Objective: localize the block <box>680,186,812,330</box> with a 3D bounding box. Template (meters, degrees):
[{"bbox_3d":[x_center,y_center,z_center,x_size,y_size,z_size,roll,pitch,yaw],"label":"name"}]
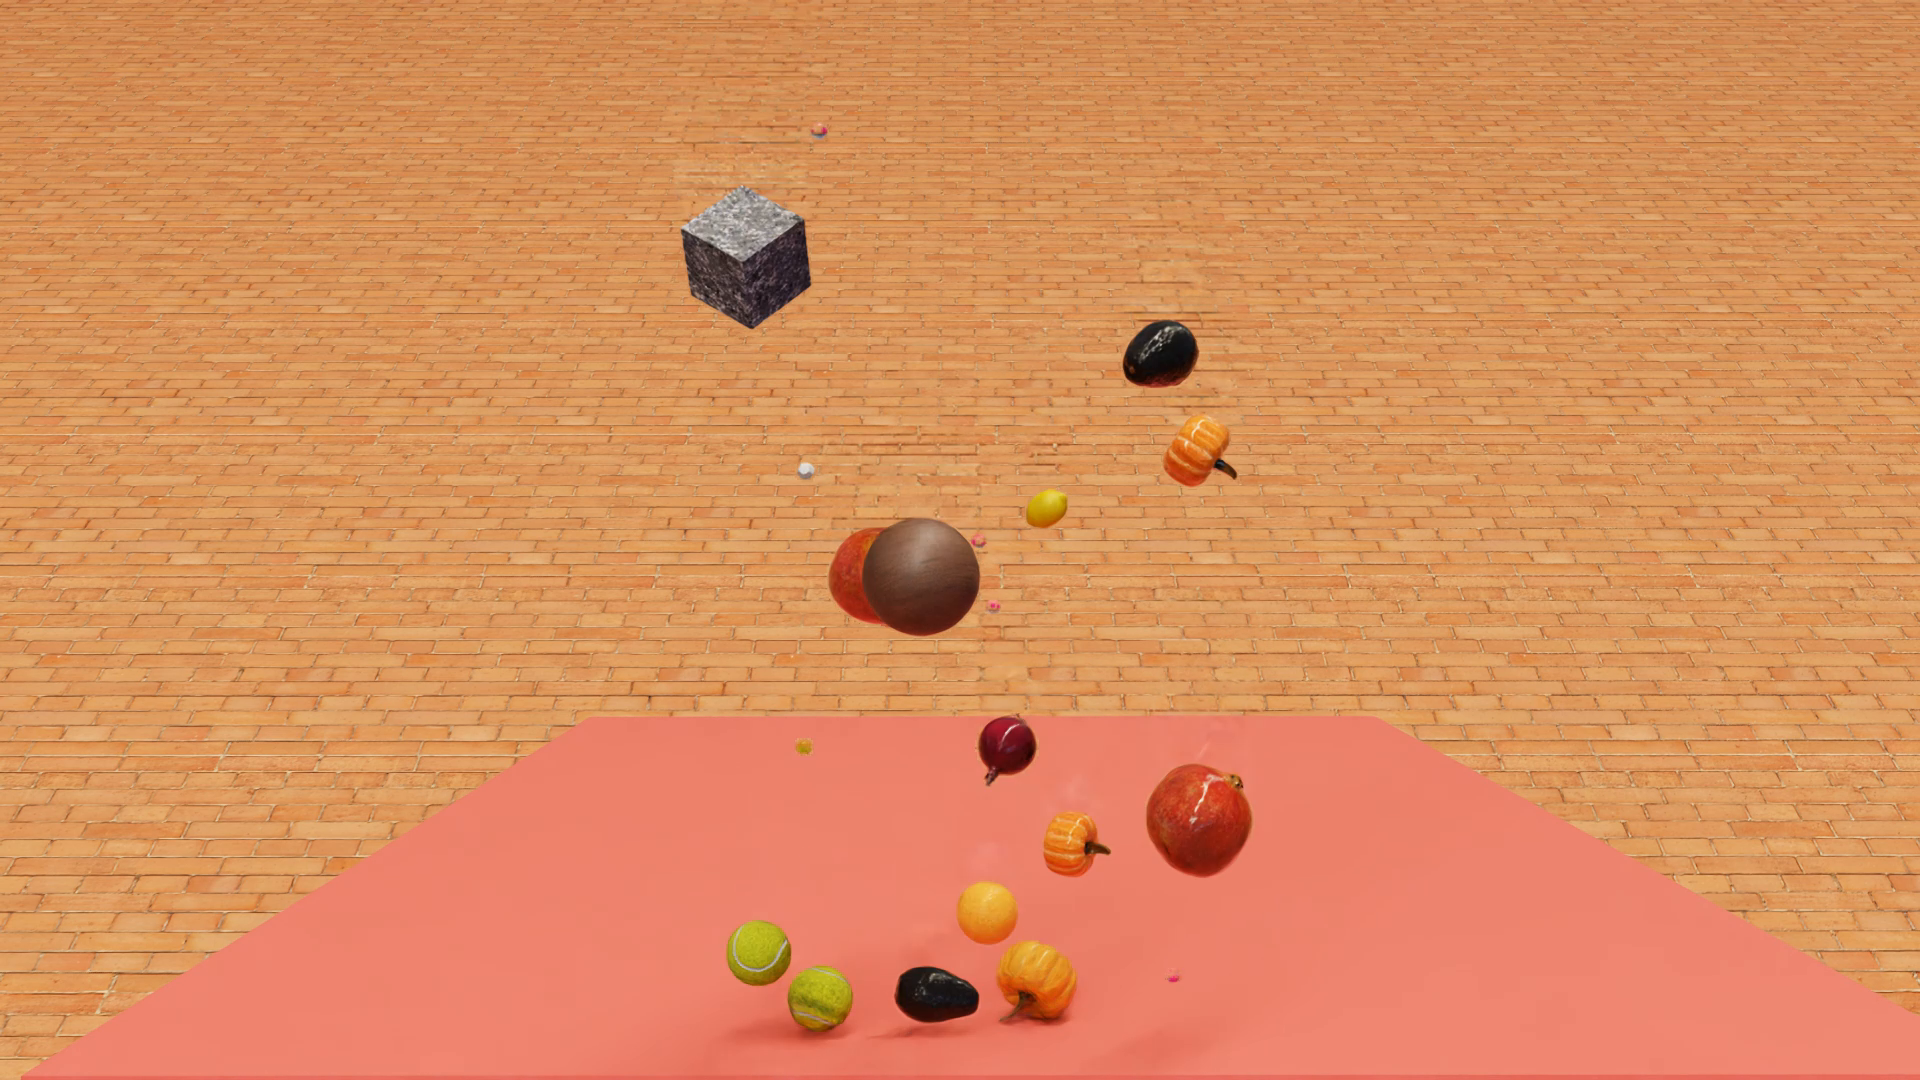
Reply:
[{"bbox_3d":[-0.203,-0.270,2.463,0.082,0.082,0.082,31,55,29],"label":"block"}]

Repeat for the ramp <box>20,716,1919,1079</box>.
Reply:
[{"bbox_3d":[0.060,0.542,4.578,2.000,0.100,4.000,0,1,0],"label":"ramp"}]
